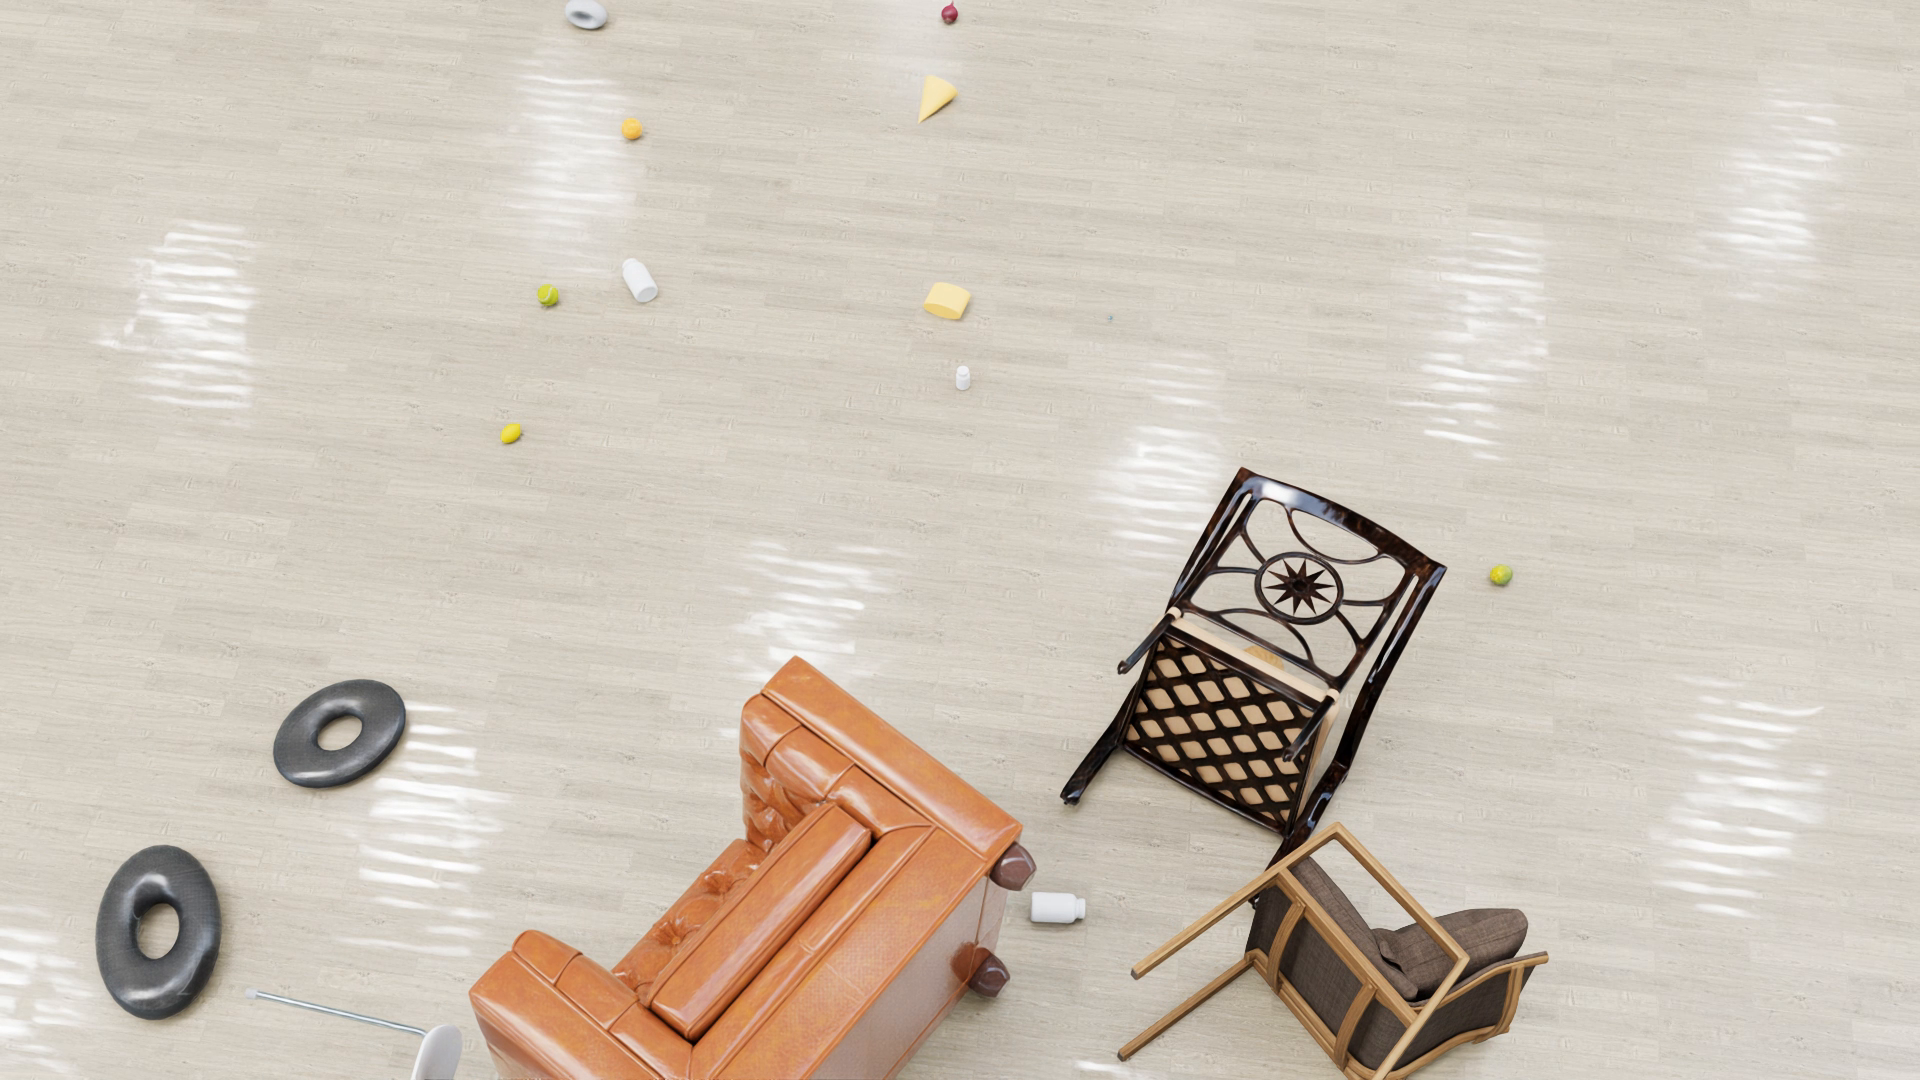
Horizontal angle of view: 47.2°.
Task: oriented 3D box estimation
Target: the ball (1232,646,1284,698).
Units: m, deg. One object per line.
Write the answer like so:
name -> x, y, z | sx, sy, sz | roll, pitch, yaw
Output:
ball -> 0.845, 0.373, 6.233 | 0.150, 0.150, 0.150 | 0, 56, 0

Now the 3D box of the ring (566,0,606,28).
ring -> -1.322, -1.860, 7.768 | 0.150, 0.094, 0.078 | 14, 44, -5

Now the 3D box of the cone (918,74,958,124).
cone -> -0.104, -1.495, 7.551 | 0.128, 0.089, 0.169 | 27, 75, 7

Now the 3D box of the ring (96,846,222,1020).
ring -> -2.120, 1.033, 5.816 | 0.324, 0.109, 0.506 | -10, 56, -8

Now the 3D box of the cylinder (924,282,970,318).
cylinder -> -0.042, -0.767, 7.054 | 0.130, 0.058, 0.092 | 17, 58, 14

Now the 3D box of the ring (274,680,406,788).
ring -> -1.740, 0.542, 6.171 | 0.389, 0.066, 0.314 | -35, 62, -20
